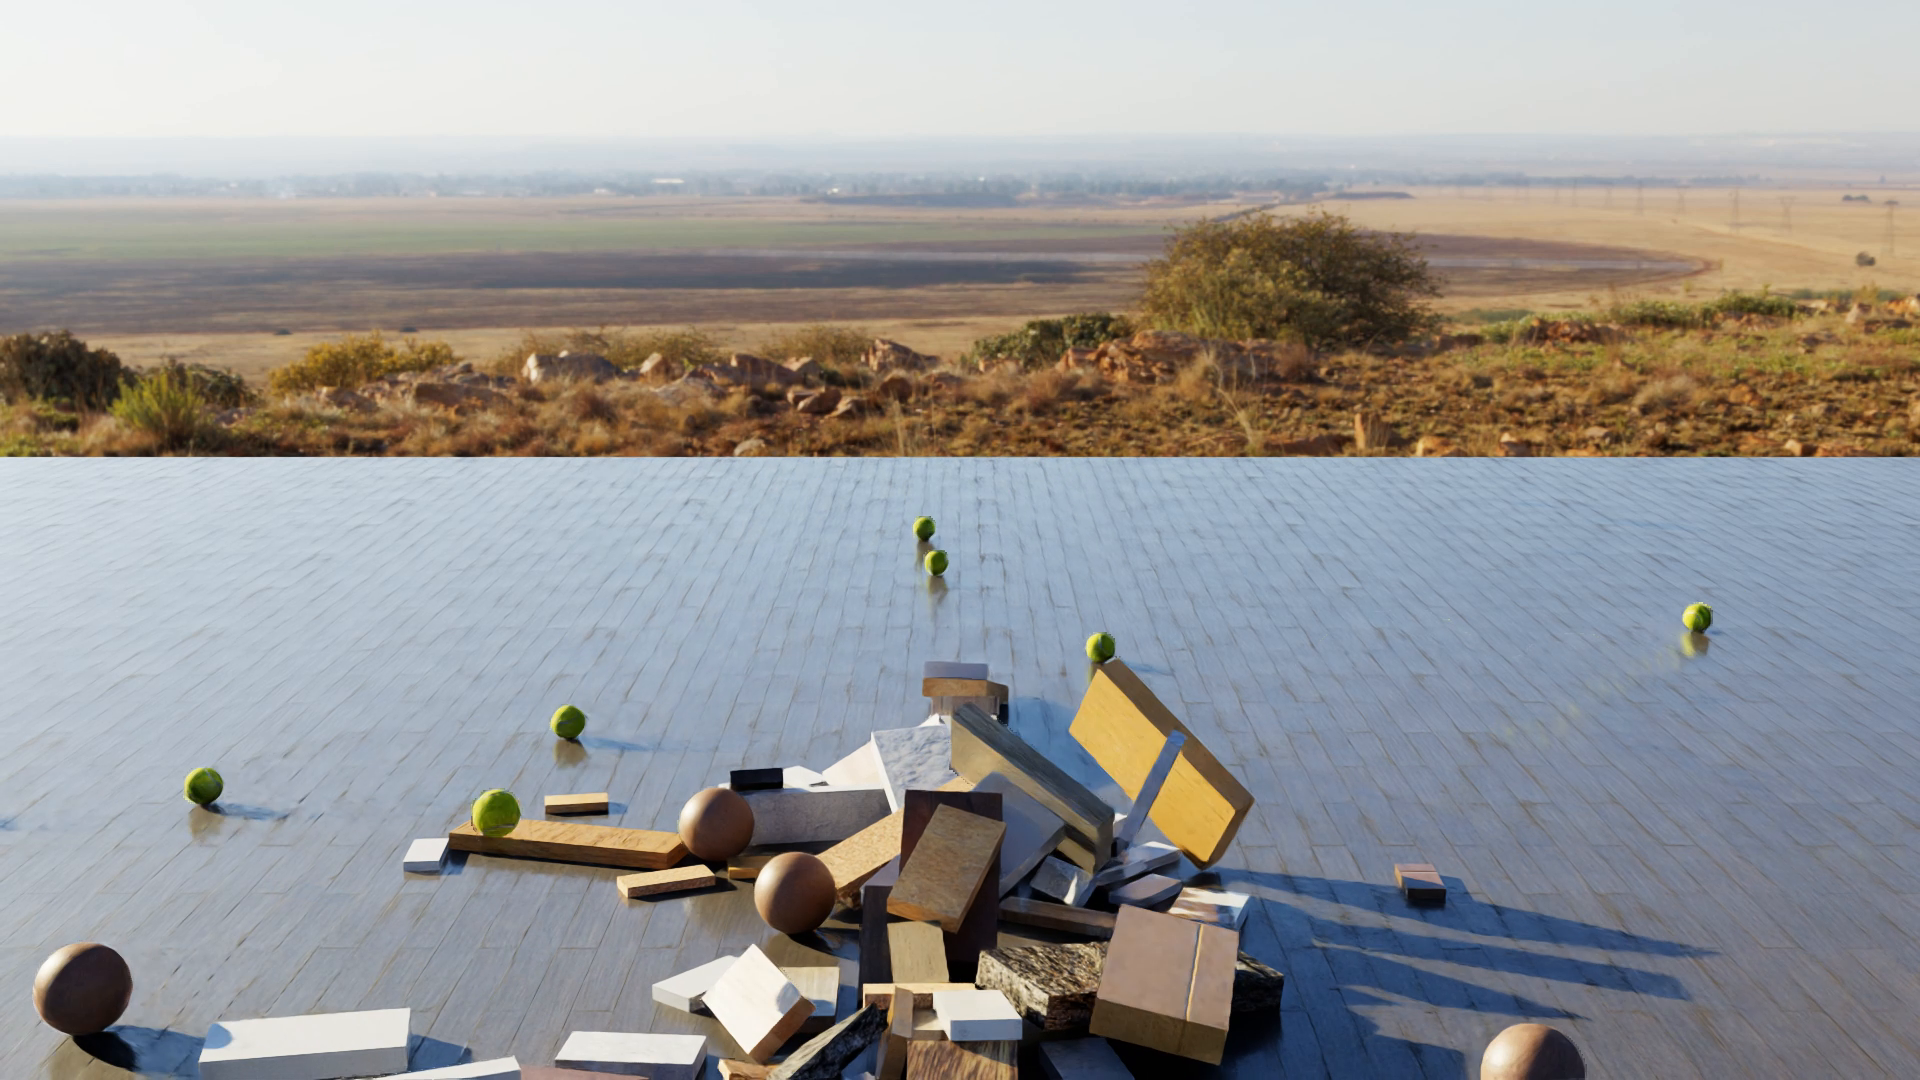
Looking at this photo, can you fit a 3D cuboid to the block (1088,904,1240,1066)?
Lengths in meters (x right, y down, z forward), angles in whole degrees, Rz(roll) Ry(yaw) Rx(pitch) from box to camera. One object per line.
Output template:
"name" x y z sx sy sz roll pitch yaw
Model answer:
"block" 0.286 0.605 3.025 0.175 0.050 0.350 13 13 7

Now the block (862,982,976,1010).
"block" -0.056 0.634 3.056 0.156 0.022 0.078 0 -2 -4

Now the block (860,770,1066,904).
"block" 0.007 0.509 3.467 0.154 0.044 0.309 34 56 28

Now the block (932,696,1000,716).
"block" 0.009 0.351 4.604 0.135 0.038 0.270 0 -6 -1

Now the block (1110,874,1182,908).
"block" 0.309 0.584 3.652 0.062 0.017 0.123 8 13 38

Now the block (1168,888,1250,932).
"block" 0.394 0.594 3.490 0.107 0.030 0.213 4 4 13

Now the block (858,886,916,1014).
"block" -0.090 0.603 3.245 0.111 0.031 0.222 0 38 1

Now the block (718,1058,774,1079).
"block" -0.268 0.709 2.907 0.095 0.014 0.048 17 4 -23

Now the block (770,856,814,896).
"block" -0.221 0.563 3.743 0.094 0.027 0.187 10 14 43

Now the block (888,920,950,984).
"block" -0.060 0.603 3.171 0.078 0.022 0.156 -4 25 -4

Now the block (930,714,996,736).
"block" 0.004 0.422 4.313 0.135 0.038 0.270 0 23 1

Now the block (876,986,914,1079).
"block" -0.088 0.670 2.925 0.026 0.092 0.184 15 7 -2

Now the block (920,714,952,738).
"block" -0.076 0.431 4.169 0.137 0.039 0.305 -35 14 4

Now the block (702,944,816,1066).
"block" -0.284 0.651 3.087 0.107 0.030 0.213 -46 24 -10

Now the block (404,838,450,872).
"block" -0.931 0.549 3.841 0.061 0.017 0.121 -1 11 -5

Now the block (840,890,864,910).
"block" -0.125 0.561 3.653 0.164 0.023 0.082 -22 19 -25

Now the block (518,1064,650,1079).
"block" -0.528 0.725 2.856 0.222 0.031 0.111 2 11 13

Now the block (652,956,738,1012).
"block" -0.370 0.656 3.254 0.078 0.022 0.156 9 14 39

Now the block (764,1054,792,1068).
"block" -0.214 0.712 2.977 0.095 0.014 0.048 -3 11 -14

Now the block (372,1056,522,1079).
"block" -0.663 0.712 2.644 0.267 0.134 0.038 -4 13 -22

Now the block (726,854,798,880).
"block" -0.337 0.561 3.778 0.121 0.017 0.061 -2 11 -10

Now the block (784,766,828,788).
"block" -0.305 0.466 4.289 0.058 0.016 0.116 -8 13 -38

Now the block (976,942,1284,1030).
"block" 0.246 0.629 3.147 0.416 0.050 0.175 3 10 -32

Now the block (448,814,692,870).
"block" -0.690 0.534 3.890 0.417 0.030 0.107 3 11 15

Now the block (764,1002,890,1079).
"block" -0.254 0.710 2.692 0.134 0.038 0.524 -36 -4 25

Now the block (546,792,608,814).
"block" -0.721 0.495 4.136 0.116 0.016 0.058 -2 11 -10

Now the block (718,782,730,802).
"block" -0.418 0.485 4.187 0.058 0.016 0.116 -4 11 -19

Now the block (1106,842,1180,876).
"block" 0.319 0.553 3.820 0.126 0.018 0.063 -10 15 -44

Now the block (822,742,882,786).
"block" -0.171 0.453 4.126 0.137 0.039 0.274 -32 15 -5

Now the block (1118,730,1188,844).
"block" 0.317 0.405 3.621 0.026 0.184 0.092 27 11 9

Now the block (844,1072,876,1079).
"block" -0.147 0.726 2.885 0.095 0.014 0.048 -8 20 -36

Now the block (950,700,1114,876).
"block" 0.115 0.401 3.562 0.309 0.154 0.044 36 61 24

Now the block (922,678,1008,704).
"block" 0.014 0.327 4.768 0.137 0.039 0.274 2 -6 11

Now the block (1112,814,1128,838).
"block" 0.193 0.502 3.876 0.191 0.027 0.095 0 4 26

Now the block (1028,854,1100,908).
"block" 0.172 0.567 3.638 0.017 0.062 0.123 44 -18 -33

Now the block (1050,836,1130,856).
"block" 0.192 0.530 3.858 0.191 0.027 0.095 -1 4 17

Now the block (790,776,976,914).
"block" -0.110 0.500 3.651 0.349 0.026 0.092 -27 38 -17

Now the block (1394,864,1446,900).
"block" 0.775 0.574 3.704 0.063 0.018 0.126 0 11 2

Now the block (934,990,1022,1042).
"block" 0.021 0.626 2.903 0.092 0.026 0.221 0 -2 -6

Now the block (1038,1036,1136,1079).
"block" 0.174 0.714 2.929 0.092 0.026 0.184 -3 11 -13

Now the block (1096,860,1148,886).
"block" 0.244 0.559 3.652 0.123 0.017 0.062 -23 -7 39

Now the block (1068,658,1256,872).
"block" 0.344 0.388 3.804 0.050 0.175 0.350 -23 58 -37

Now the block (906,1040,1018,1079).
"block" 0.003 0.716 2.681 0.138 0.039 0.276 0 26 0

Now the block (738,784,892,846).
"block" -0.231 0.490 3.946 0.332 0.094 0.027 -2 15 -10

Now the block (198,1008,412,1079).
"block" -0.891 0.694 3.007 0.267 0.038 0.134 -2 11 -11

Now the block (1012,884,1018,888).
"block" 0.059 0.491 3.733 0.095 0.191 0.027 5 -29 1

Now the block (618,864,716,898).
"block" -0.495 0.574 3.706 0.152 0.017 0.061 -5 12 -24

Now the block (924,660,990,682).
"block" -0.004 0.296 4.856 0.137 0.039 0.274 3 -6 2

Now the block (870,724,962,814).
"block" -0.061 0.428 3.864 0.137 0.039 0.274 -5 34 -13

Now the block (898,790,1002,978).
"block" -0.017 0.526 3.391 0.154 0.044 0.309 2 48 2

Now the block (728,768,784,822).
"block" -0.370 0.462 3.983 0.094 0.027 0.187 -3 -27 -9

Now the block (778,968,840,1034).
"block" -0.224 0.666 3.188 0.092 0.026 0.184 0 11 -1

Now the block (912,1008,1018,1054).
"block" -0.001 0.663 3.004 0.138 0.039 0.276 0 -2 -3

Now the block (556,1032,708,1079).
"block" -0.446 0.703 2.990 0.187 0.027 0.094 1 11 5

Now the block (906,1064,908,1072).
"block" -0.001 0.725 2.833 0.138 0.039 0.276 0 11 0

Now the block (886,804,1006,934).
"block" -0.018 0.496 3.335 0.111 0.031 0.222 15 37 14

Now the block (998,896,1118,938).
"block" 0.228 0.612 3.502 0.359 0.018 0.063 5 12 26
